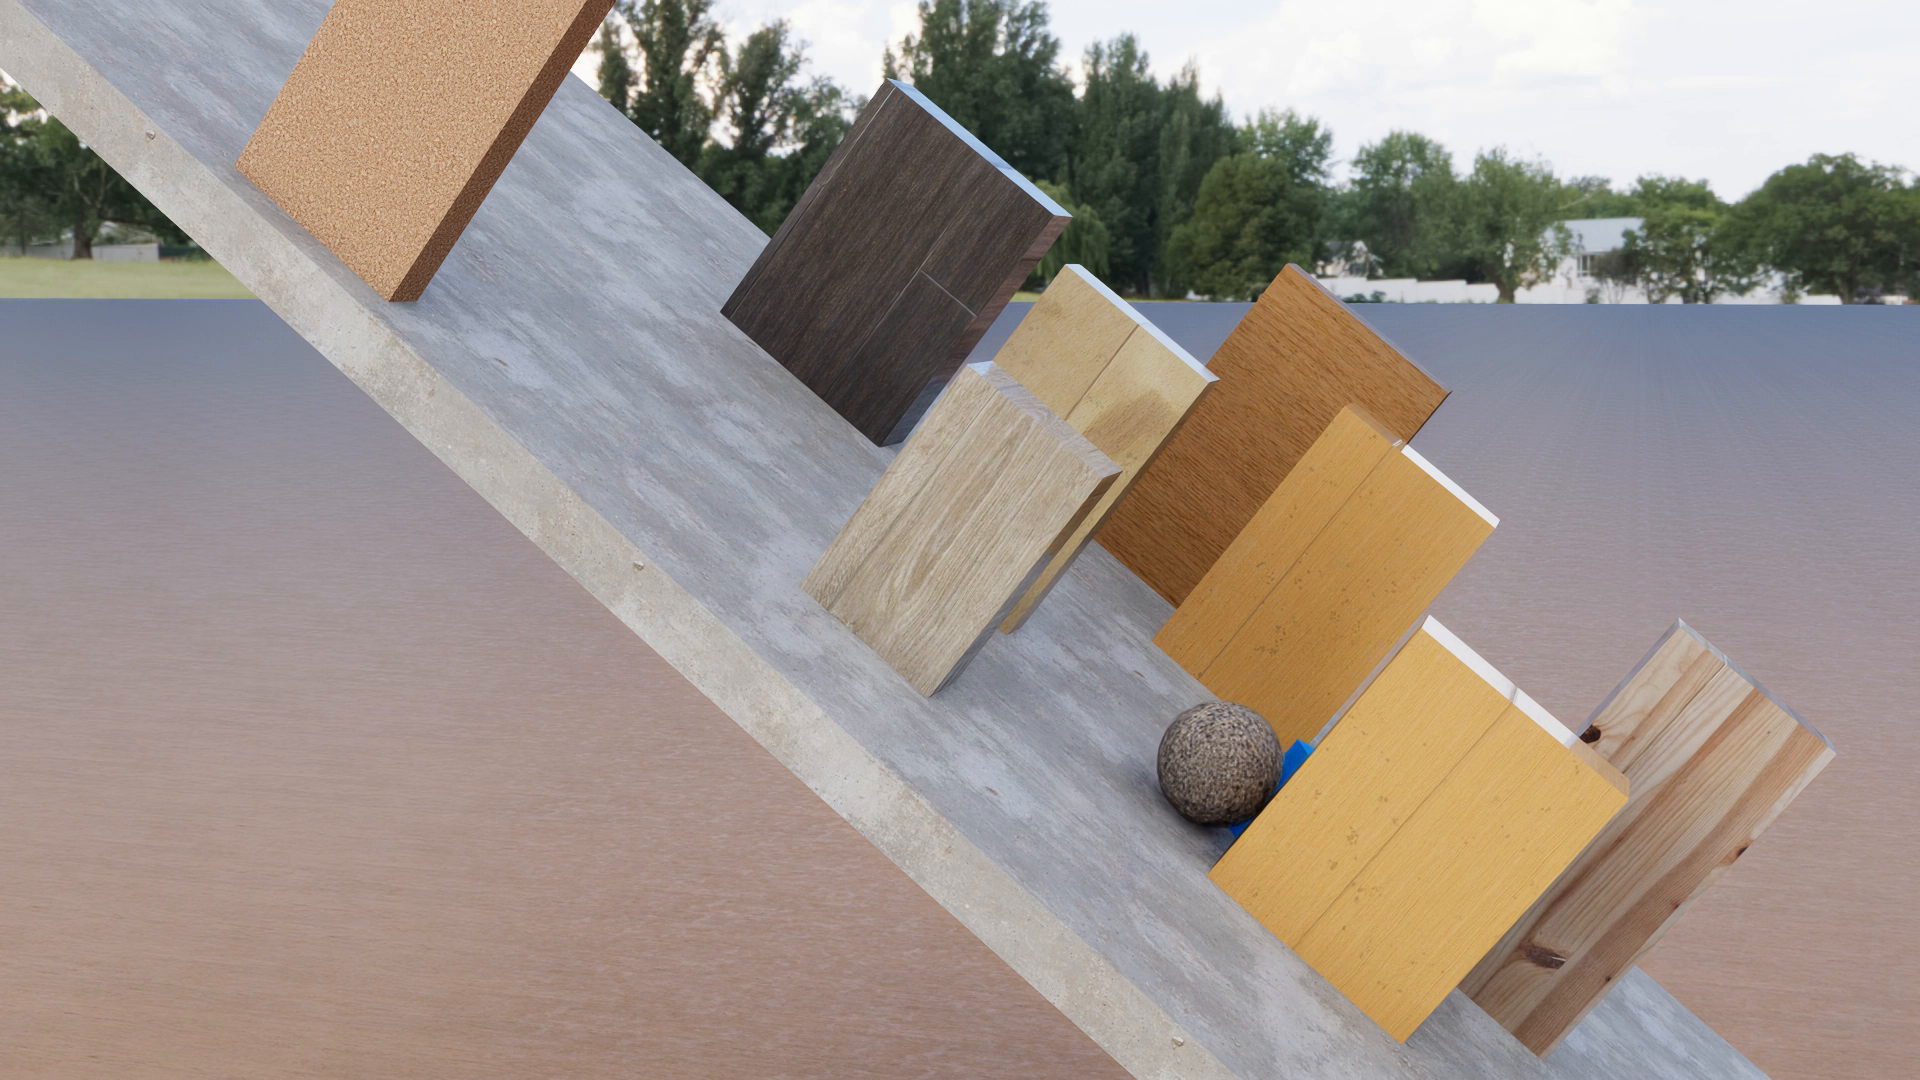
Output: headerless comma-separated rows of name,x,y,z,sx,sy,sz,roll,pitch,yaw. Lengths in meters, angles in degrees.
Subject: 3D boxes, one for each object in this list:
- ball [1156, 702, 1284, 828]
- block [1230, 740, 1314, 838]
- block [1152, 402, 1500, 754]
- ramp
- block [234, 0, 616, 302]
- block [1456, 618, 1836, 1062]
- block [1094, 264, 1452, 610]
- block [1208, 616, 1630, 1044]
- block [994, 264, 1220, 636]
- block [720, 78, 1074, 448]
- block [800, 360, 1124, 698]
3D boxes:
ball,0.432,0.374,3.658,0.209,0.209,0.209,0,7,0
block,0.614,0.501,3.723,0.195,0.195,0.195,29,18,-28
block,0.723,0.082,4.367,0.368,0.608,0.149,40,16,9
ramp,-0.026,0.079,4.052,4.000,0.100,2.000,40,16,9
block,-0.763,-0.728,3.255,0.330,0.689,0.082,40,16,9
block,1.123,0.519,3.796,0.323,0.729,0.109,40,16,9
block,0.648,-0.173,4.709,0.428,0.719,0.129,40,16,9
block,0.719,0.455,3.468,0.398,0.529,0.136,40,16,9
block,0.146,-0.157,3.850,0.319,0.571,0.102,40,16,9
block,-0.129,-0.541,4.323,0.425,0.570,0.145,40,16,9
block,0.001,-0.018,3.391,0.267,0.440,0.137,40,16,9
